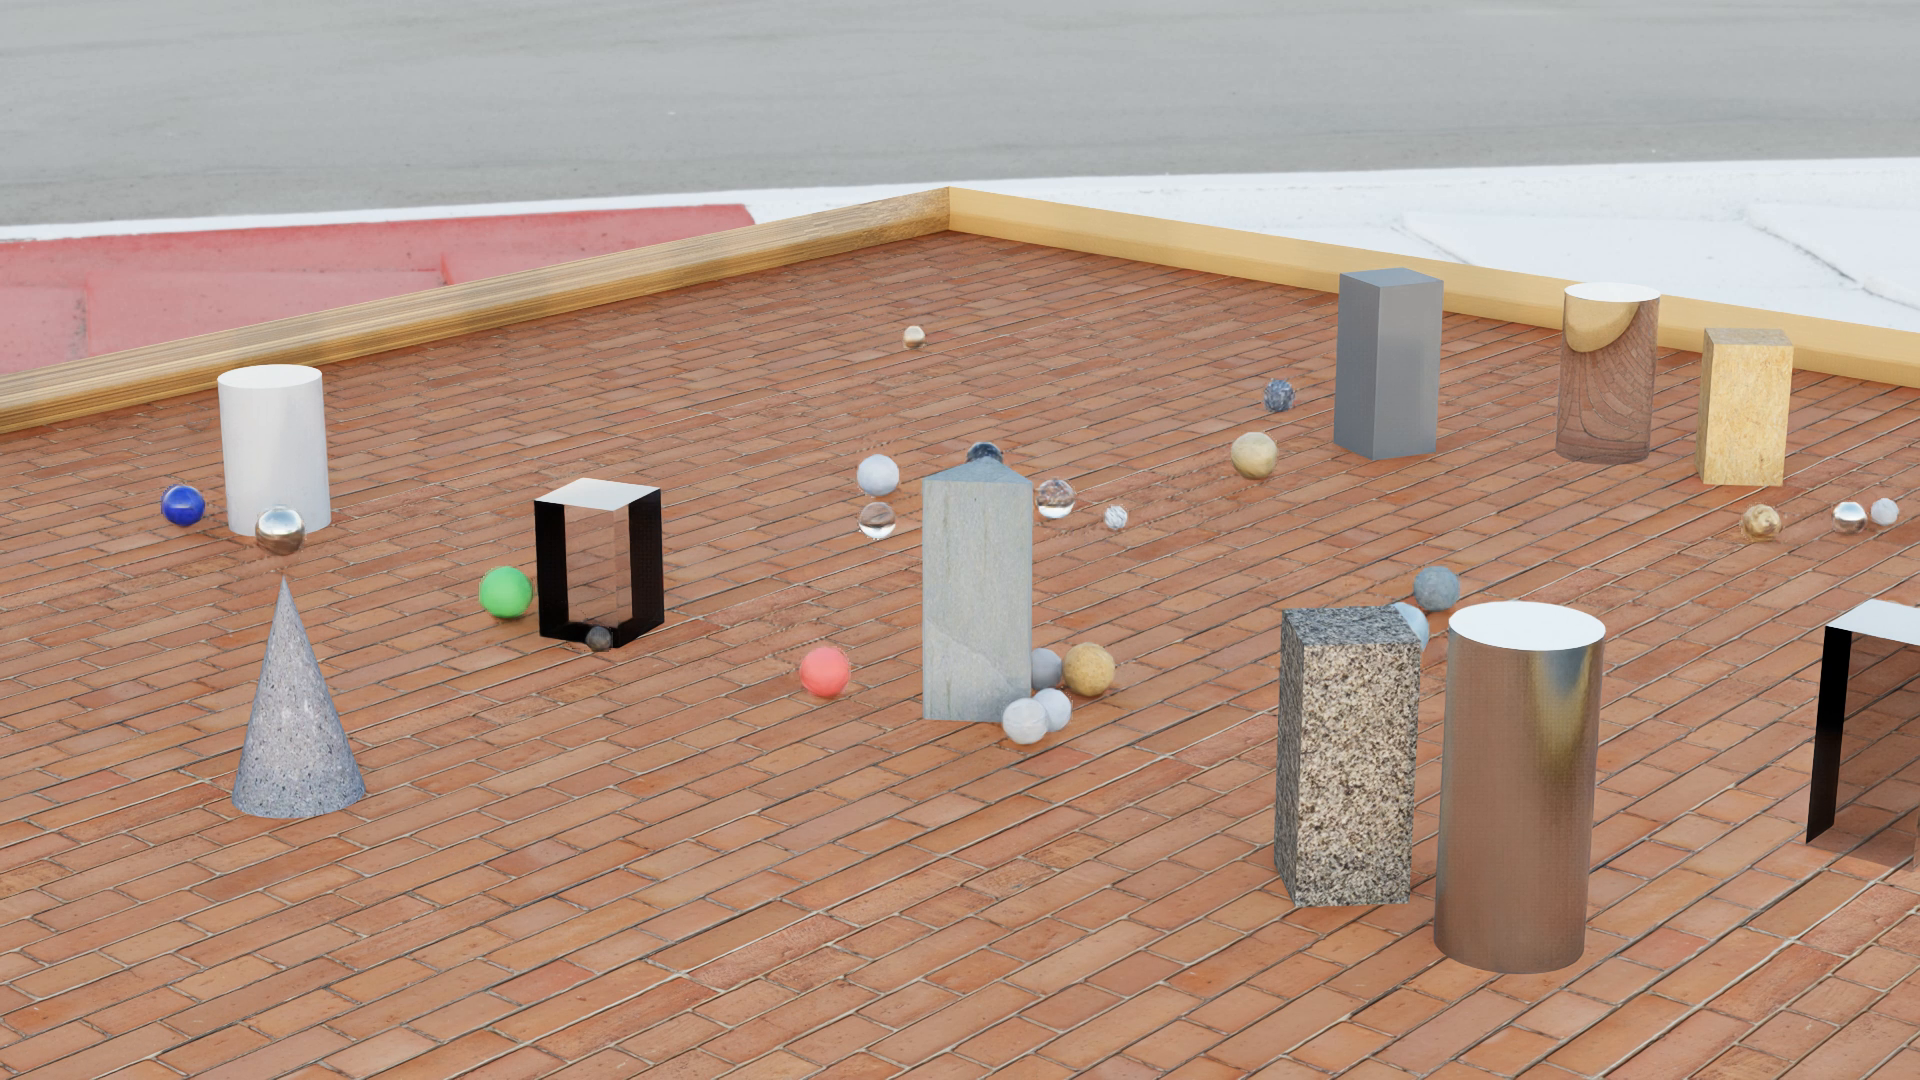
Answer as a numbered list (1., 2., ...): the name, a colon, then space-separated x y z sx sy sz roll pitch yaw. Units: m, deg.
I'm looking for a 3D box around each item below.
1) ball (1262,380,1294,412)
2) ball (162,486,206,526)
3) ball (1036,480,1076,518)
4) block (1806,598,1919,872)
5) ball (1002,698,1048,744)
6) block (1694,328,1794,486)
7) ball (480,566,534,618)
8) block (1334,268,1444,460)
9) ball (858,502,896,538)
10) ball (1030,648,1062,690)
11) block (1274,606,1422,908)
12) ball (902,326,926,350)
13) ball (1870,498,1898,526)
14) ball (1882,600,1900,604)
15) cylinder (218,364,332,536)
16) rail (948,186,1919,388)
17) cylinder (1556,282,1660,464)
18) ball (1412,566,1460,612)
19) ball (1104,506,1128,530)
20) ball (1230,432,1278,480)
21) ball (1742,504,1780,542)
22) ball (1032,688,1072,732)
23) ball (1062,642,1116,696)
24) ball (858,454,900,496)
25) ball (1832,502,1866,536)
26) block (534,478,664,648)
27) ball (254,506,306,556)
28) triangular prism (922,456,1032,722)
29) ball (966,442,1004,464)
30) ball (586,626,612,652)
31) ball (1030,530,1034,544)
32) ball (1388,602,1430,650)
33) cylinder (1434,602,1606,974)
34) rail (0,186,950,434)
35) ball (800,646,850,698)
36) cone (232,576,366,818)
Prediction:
1. ball: 0.691 -0.313 6.357 0.068 0.068 0.068 0 17 0
2. ball: -1.461 -0.064 5.518 0.078 0.078 0.078 0 17 0
3. ball: 0.181 -0.078 5.568 0.075 0.075 0.075 0 17 0
4. block: 1.274 0.265 4.011 0.152 0.319 0.152 14 21 38
5. ball: 0.098 0.274 4.414 0.070 0.070 0.070 0 17 0
6. block: 1.557 -0.266 5.830 0.152 0.283 0.152 2 17 7
7. ball: -0.771 0.090 4.989 0.088 0.088 0.088 0 17 0
8. block: 0.878 -0.363 6.020 0.152 0.360 0.152 -8 18 -24
9. ball: -0.154 -0.037 5.443 0.069 0.069 0.069 0 17 0
10. ball: 0.130 0.205 4.643 0.068 0.068 0.068 0 17 0
11. block: 0.509 0.285 3.871 0.152 0.362 0.152 -1 17 -5
12. ball: -0.109 -0.478 6.928 0.054 0.054 0.054 0 17 0
13. ball: 1.742 -0.053 5.526 0.051 0.051 0.051 0 17 0
14. ball: 1.554 0.130 4.907 0.060 0.060 0.060 0 17 0
15. cylinder: -1.286 -0.169 5.505 0.190 0.285 0.190 0 17 0
16. rail: 1.645 -0.517 6.934 4.483 0.123 0.045 14 22 39
17. cylinder: 1.321 -0.341 5.985 0.190 0.337 0.190 0 17 0
18. ball: 0.817 0.083 5.026 0.080 0.080 0.080 0 17 0
19. ball: 0.292 -0.042 5.503 0.044 0.044 0.044 0 17 0
20. ball: 0.585 -0.168 5.831 0.095 0.095 0.095 0 17 0
21. ball: 1.482 -0.031 5.422 0.069 0.069 0.069 0 17 0
22. ball: 0.137 0.259 4.468 0.066 0.066 0.066 0 17 0
23. ball: 0.202 0.204 4.620 0.084 0.084 0.084 0 17 0
24. ball: -0.160 -0.125 5.713 0.082 0.082 0.082 0 17 0
25. ball: 1.657 -0.041 5.465 0.063 0.063 0.063 0 17 0
26. block: -0.602 0.037 4.907 0.152 0.237 0.152 8 18 24
27. ball: -1.238 -0.016 5.338 0.089 0.089 0.089 0 17 0
28. triangular prism: 0.035 0.075 4.530 0.165 0.383 0.143 2 17 7
29. ball: 0.048 -0.159 5.836 0.075 0.075 0.075 0 17 0
30. ball: -0.595 0.164 4.825 0.042 0.042 0.042 0 17 0
31. ball: 0.115 -0.006 5.387 0.042 0.042 0.042 0 17 0
32. ball: 0.718 0.150 4.780 0.095 0.095 0.095 0 17 0
33. cylinder: 0.700 0.309 3.679 0.190 0.426 0.190 0 17 0
34. rail: -1.675 -0.390 6.513 0.045 0.123 5.066 14 22 39
35. ball: -0.213 0.208 4.615 0.079 0.079 0.079 0 17 0
36. cone: -0.954 0.207 4.182 0.190 0.332 0.190 0 17 0
